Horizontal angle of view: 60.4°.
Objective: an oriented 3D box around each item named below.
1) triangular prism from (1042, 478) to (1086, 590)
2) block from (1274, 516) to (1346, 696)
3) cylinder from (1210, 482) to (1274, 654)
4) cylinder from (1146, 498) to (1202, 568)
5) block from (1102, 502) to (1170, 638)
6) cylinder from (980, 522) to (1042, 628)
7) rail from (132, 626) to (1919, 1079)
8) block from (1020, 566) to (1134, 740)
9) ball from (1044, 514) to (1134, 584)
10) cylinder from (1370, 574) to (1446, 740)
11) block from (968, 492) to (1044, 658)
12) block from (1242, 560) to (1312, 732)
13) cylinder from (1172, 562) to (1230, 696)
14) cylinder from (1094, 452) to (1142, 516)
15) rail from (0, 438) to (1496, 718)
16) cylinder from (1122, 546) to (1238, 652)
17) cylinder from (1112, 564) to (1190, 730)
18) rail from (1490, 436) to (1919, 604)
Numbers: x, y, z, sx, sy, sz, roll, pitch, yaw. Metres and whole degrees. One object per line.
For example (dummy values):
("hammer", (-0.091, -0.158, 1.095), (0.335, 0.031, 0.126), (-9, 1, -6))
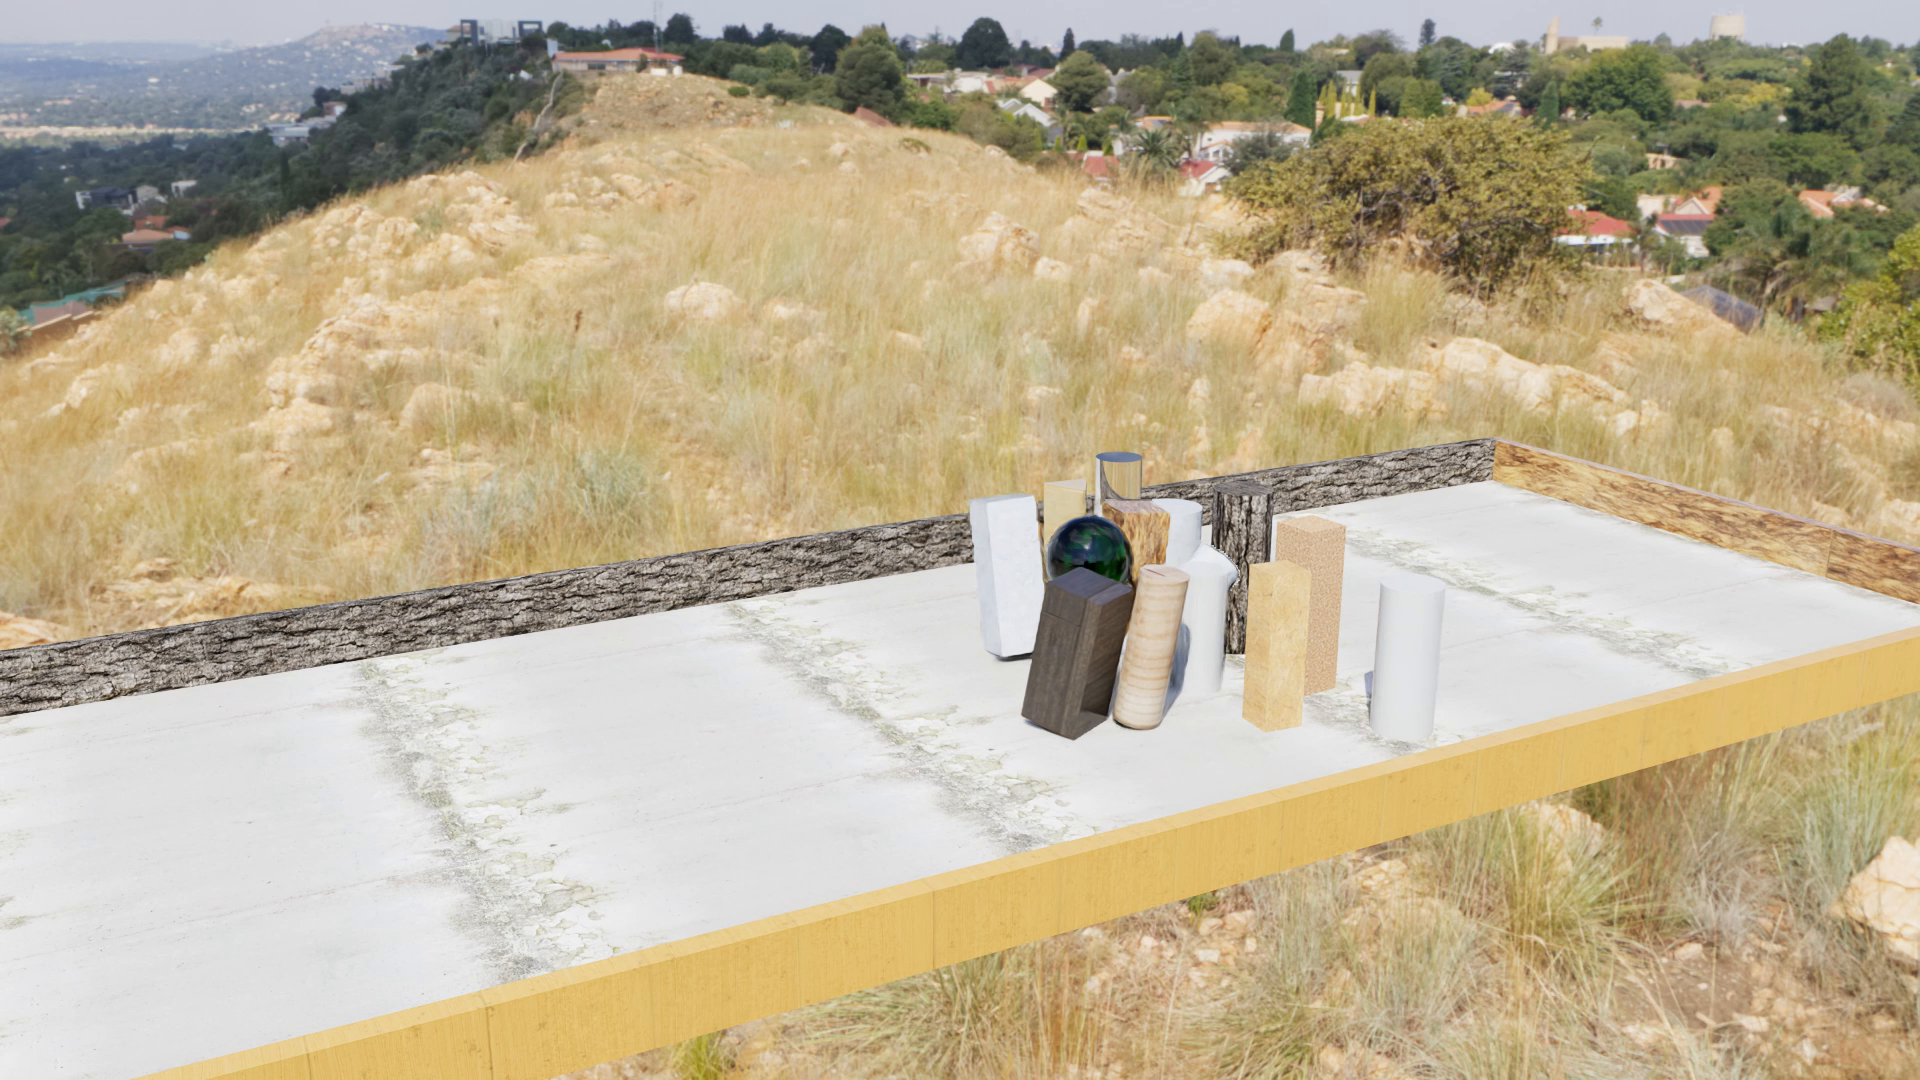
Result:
("triangular prism", (0.318, 0.021, 4.616), (0.131, 0.375, 0.114), (11, 20, 34))
("block", (0.853, 0.162, 4.060), (0.117, 0.420, 0.117), (-10, 19, -31))
("cylinder", (0.737, 0.073, 4.343), (0.156, 0.431, 0.156), (0, 16, 0))
("cylinder", (0.585, 0.056, 4.615), (0.174, 0.310, 0.174), (0, 16, 0))
("block", (0.445, 0.095, 4.346), (0.133, 0.374, 0.133), (0, 15, -20))
("cylinder", (0.139, 0.096, 4.450), (0.135, 0.301, 0.135), (6, 3, 0))
("rail", (-2.336, 1.006, 1.665), (12.000, 0.150, 0.050), (-9, 18, -27))
("block", (0.271, 0.261, 3.814), (0.148, 0.346, 0.148), (23, 26, 29))
("ball", (0.327, 0.049, 4.171), (0.224, 0.224, 0.224), (0, 16, 0))
("cylinder", (1.033, 0.269, 3.808), (0.145, 0.356, 0.145), (0, 16, 0))
("block", (0.128, 0.088, 4.302), (0.133, 0.401, 0.133), (-9, 8, -19))
("block", (0.736, 0.247, 3.841), (0.100, 0.379, 0.100), (-7, 18, -21))
("cylinder", (0.594, 0.218, 4.070), (0.124, 0.306, 0.124), (0, 17, 0))
("cylinder", (0.465, -0.059, 4.873), (0.137, 0.384, 0.137), (0, 16, 0))
("rail", (-3.305, 0.497, 3.399), (12.000, 0.150, 0.050), (-9, 18, -27))
("cylinder", (0.557, 0.179, 4.192), (0.335, 0.125, 0.125), (-49, 35, -13))
("cylinder", (0.443, 0.249, 3.834), (0.115, 0.367, 0.115), (8, 18, -3))
("rail", (2.466, -0.048, 5.253), (0.050, 0.150, 2.100), (-9, 18, -27))
